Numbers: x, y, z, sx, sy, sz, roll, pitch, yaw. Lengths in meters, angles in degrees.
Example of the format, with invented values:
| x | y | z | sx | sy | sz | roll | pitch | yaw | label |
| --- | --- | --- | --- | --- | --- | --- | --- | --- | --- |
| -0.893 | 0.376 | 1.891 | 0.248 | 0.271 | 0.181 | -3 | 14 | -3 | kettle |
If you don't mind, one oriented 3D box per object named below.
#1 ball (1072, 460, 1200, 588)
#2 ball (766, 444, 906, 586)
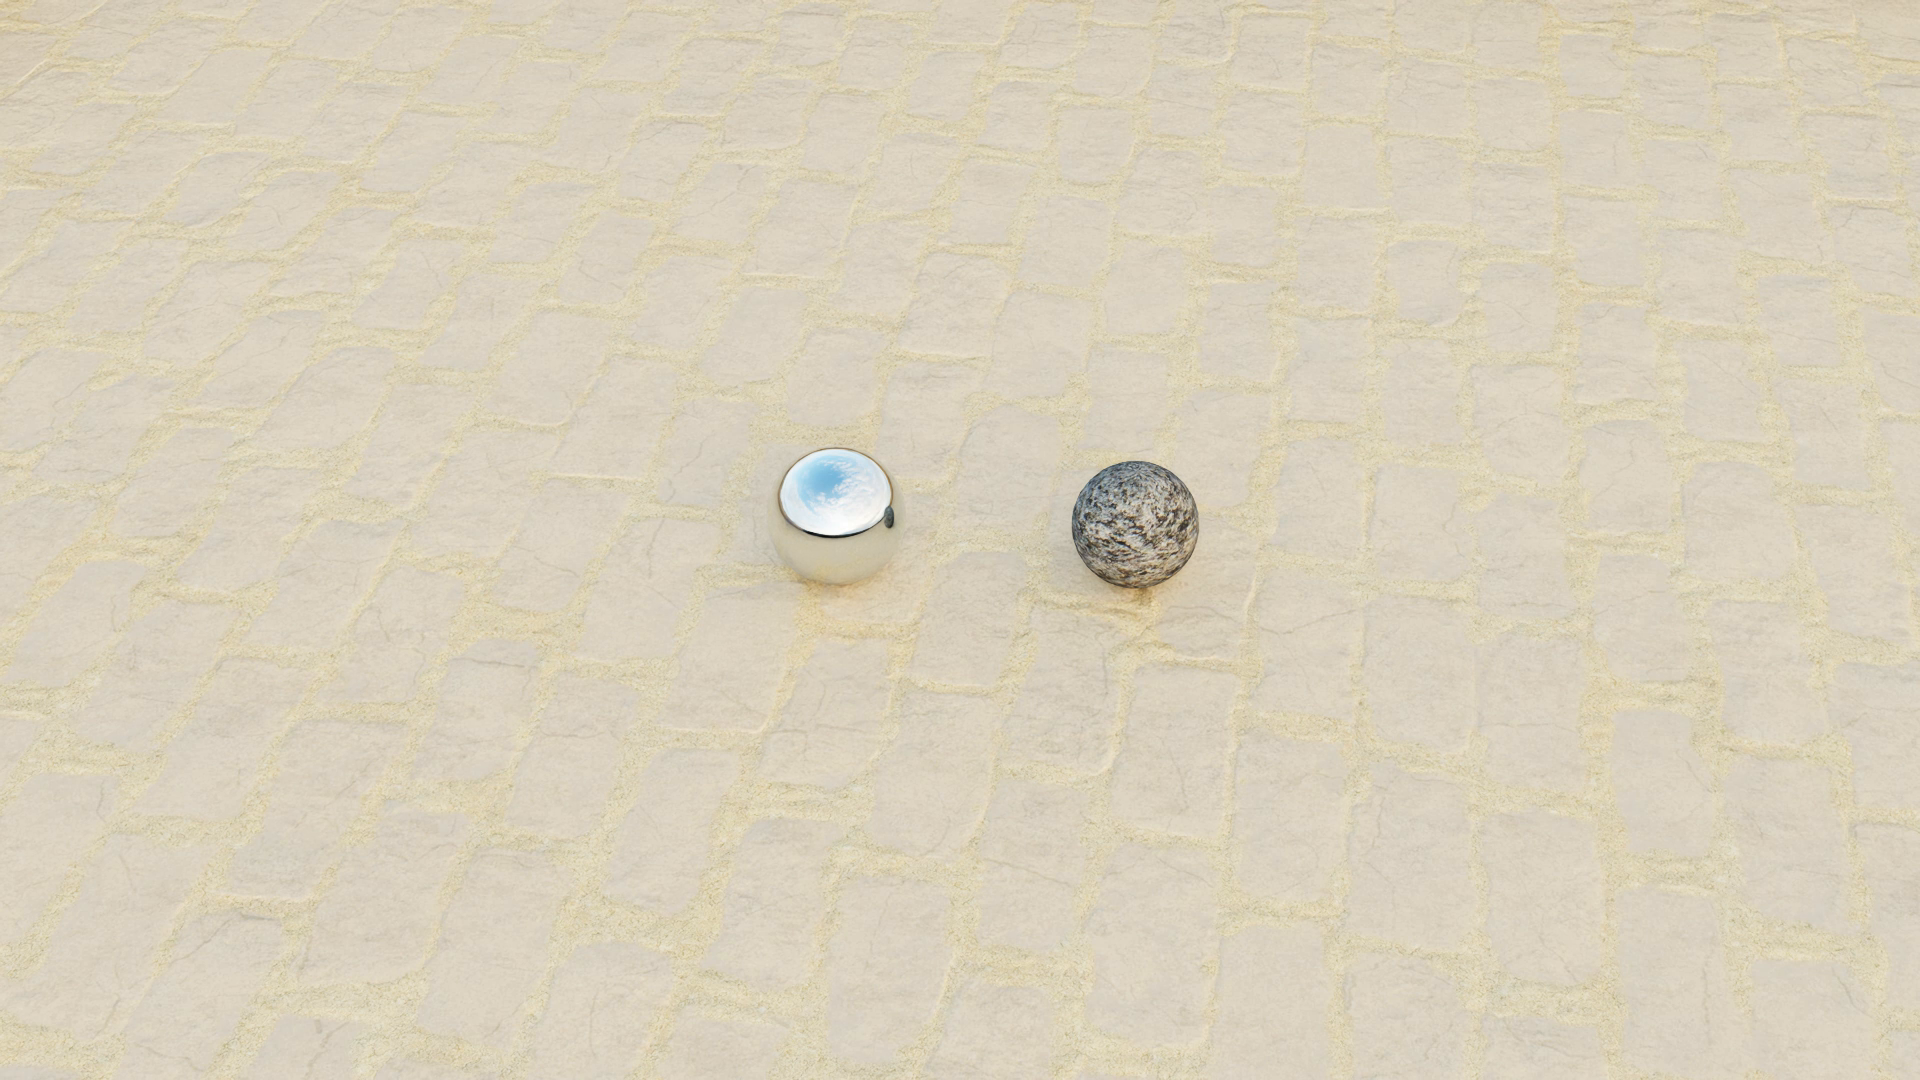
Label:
| x | y | z | sx | sy | sz | roll | pitch | yaw | label |
| --- | --- | --- | --- | --- | --- | --- | --- | --- | --- |
| 0.114 | -0.010 | 1.673 | 0.083 | 0.083 | 0.083 | 0 | 36 | 0 | ball |
| -0.081 | -0.016 | 1.674 | 0.092 | 0.092 | 0.092 | 0 | 36 | 0 | ball |
